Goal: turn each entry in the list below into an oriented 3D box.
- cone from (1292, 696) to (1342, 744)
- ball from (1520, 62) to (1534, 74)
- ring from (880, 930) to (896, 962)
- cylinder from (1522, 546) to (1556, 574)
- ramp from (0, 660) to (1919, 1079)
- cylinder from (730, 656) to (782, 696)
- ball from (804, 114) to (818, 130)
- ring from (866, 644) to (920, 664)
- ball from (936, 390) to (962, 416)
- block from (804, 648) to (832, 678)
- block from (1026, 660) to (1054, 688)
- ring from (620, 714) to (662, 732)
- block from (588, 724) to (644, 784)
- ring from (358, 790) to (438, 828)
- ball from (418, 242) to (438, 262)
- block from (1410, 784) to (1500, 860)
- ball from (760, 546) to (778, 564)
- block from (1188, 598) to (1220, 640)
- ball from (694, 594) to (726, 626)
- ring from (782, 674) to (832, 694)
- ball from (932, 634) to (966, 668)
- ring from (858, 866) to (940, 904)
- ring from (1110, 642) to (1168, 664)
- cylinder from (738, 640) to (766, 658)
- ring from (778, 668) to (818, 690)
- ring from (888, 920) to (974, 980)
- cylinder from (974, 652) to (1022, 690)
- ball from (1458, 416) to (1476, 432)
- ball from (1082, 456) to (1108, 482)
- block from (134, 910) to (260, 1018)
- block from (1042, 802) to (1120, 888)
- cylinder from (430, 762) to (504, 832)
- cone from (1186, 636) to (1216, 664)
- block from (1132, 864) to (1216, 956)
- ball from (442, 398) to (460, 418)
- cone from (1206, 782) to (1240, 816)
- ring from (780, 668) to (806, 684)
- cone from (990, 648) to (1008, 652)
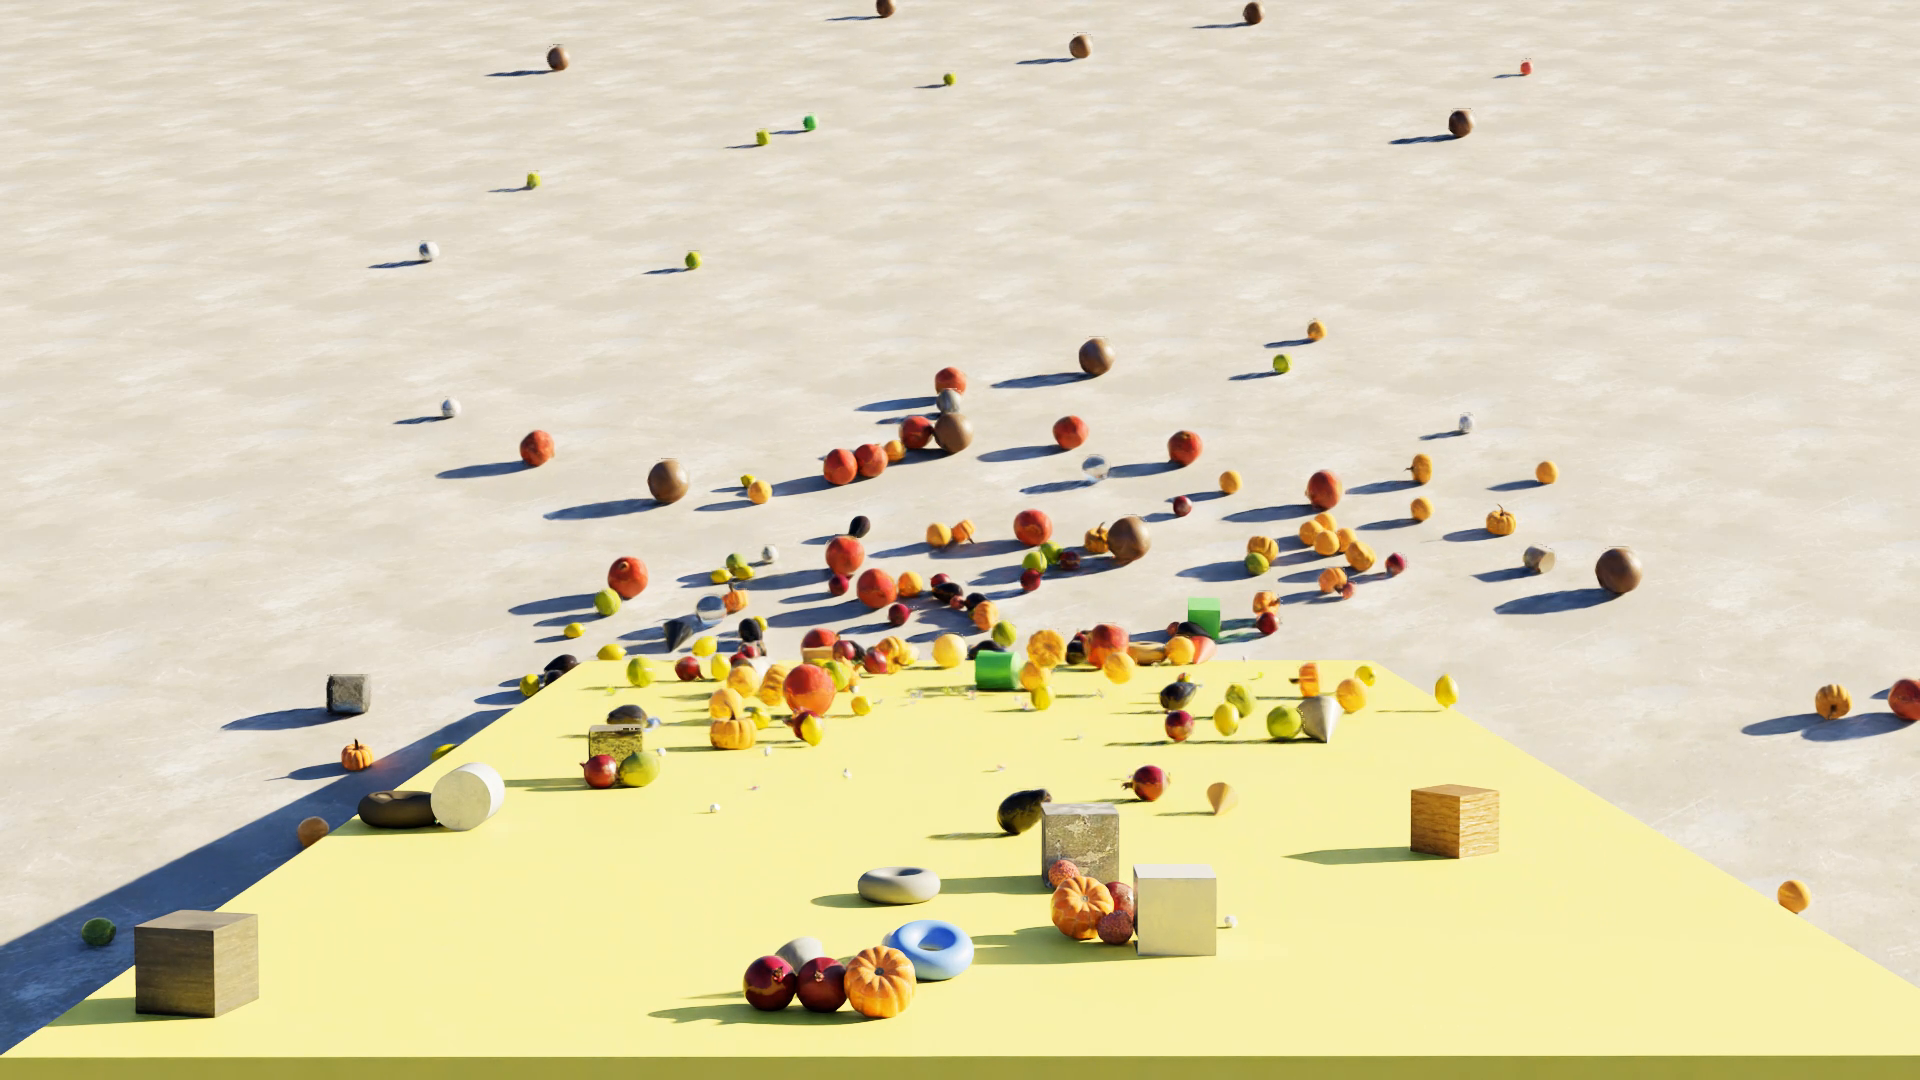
[{"bbox_3d":[0.696,0.365,4.937,0.097,0.097,0.097,-2,30,-4],"label":"cone"},{"bbox_3d":[3.039,-2.531,13.784,0.070,0.070,0.070,0,22,0],"label":"ball"},{"bbox_3d":[-0.044,0.470,2.976,0.098,0.033,0.098,-1,4,0],"label":"ring"},{"bbox_3d":[1.650,0.055,7.325,0.065,0.065,0.065,-14,26,-30],"label":"cylinder"},{"bbox_3d":[0.051,0.457,4.533,2.000,0.100,4.000,0,3,0],"label":"ramp"},{"bbox_3d":[-0.457,0.304,5.752,0.084,0.084,0.084,16,12,35],"label":"cylinder"},{"bbox_3d":[-0.726,-2.033,12.531,0.077,0.077,0.077,0,22,0],"label":"ball"},{"bbox_3d":[-0.170,0.287,6.487,0.134,0.045,0.134,-1,3,0],"label":"ring"},{"bbox_3d":[-0.037,-0.459,8.581,0.086,0.086,0.086,0,22,0],"label":"ball"},{"bbox_3d":[-0.339,0.293,6.131,0.068,0.068,0.068,0,3,-3],"label":"block"},{"bbox_3d":[0.185,0.308,5.901,0.061,0.061,0.061,0,3,4],"label":"block"},{"bbox_3d":[-0.636,0.365,5.117,0.083,0.028,0.083,-1,4,0],"label":"ring"},{"bbox_3d":[-0.591,0.368,4.422,0.090,0.090,0.090,0,3,-5],"label":"block"},{"bbox_3d":[-0.859,0.414,3.961,0.135,0.045,0.135,1,3,0],"label":"ring"},{"bbox_3d":[-2.137,-1.159,10.336,0.082,0.082,0.082,0,22,0],"label":"ball"},{"bbox_3d":[0.712,0.404,3.700,0.090,0.090,0.090,-2,4,-40],"label":"block"},{"bbox_3d":[-0.547,0.042,7.377,0.051,0.051,0.051,0,22,0],"label":"ball"},{"bbox_3d":[0.655,0.210,6.910,0.084,0.084,0.084,1,22,4],"label":"block"},{"bbox_3d":[-0.674,0.192,6.955,0.086,0.086,0.086,0,22,0],"label":"ball"},{"bbox_3d":[-0.344,0.326,5.791,0.111,0.037,0.111,0,5,0],"label":"ring"},{"bbox_3d":[-0.026,0.273,6.338,0.086,0.086,0.086,0,22,0],"label":"ball"},{"bbox_3d":[-0.080,0.450,3.348,0.109,0.036,0.109,-1,3,0],"label":"ring"},{"bbox_3d":[0.450,0.285,6.467,0.150,0.050,0.150,0,3,0],"label":"ring"},{"bbox_3d":[-0.543,0.294,6.736,0.056,0.056,0.056,-10,24,-24],"label":"cylinder"},{"bbox_3d":[-0.382,0.318,5.898,0.124,0.041,0.124,-2,3,0],"label":"ring"},{"bbox_3d":[-0.033,0.462,2.899,0.097,0.032,0.097,4,24,-2],"label":"ring"},{"bbox_3d":[0.086,0.297,5.865,0.086,0.086,0.086,1,21,18],"label":"cylinder"},{"bbox_3d":[1.659,-0.380,8.421,0.057,0.057,0.057,0,22,0],"label":"ball"},{"bbox_3d":[0.420,-0.219,7.985,0.083,0.083,0.083,0,22,0],"label":"ball"},{"bbox_3d":[-0.814,0.452,2.745,0.093,0.093,0.093,1,3,14],"label":"block"},{"bbox_3d":[0.162,0.412,3.473,0.098,0.098,0.098,0,3,-2],"label":"block"},{"bbox_3d":[-0.752,0.392,3.933,0.093,0.093,0.093,1,3,3],"label":"cylinder"},{"bbox_3d":[0.598,0.293,6.445,0.077,0.077,0.077,6,34,15],"label":"cone"},{"bbox_3d":[0.253,0.437,3.040,0.092,0.092,0.092,0,3,0],"label":"block"},{"bbox_3d":[-1.696,-0.440,8.566,0.063,0.063,0.063,0,22,0],"label":"ball"},{"bbox_3d":[0.408,0.419,4.047,0.054,0.054,0.054,6,31,16],"label":"cone"},{"bbox_3d":[-0.404,0.318,6.001,0.094,0.031,0.094,-1,2,0],"label":"ring"},{"bbox_3d":[0.099,0.316,5.926,0.095,0.095,0.095,-9,33,-22],"label":"cone"}]
